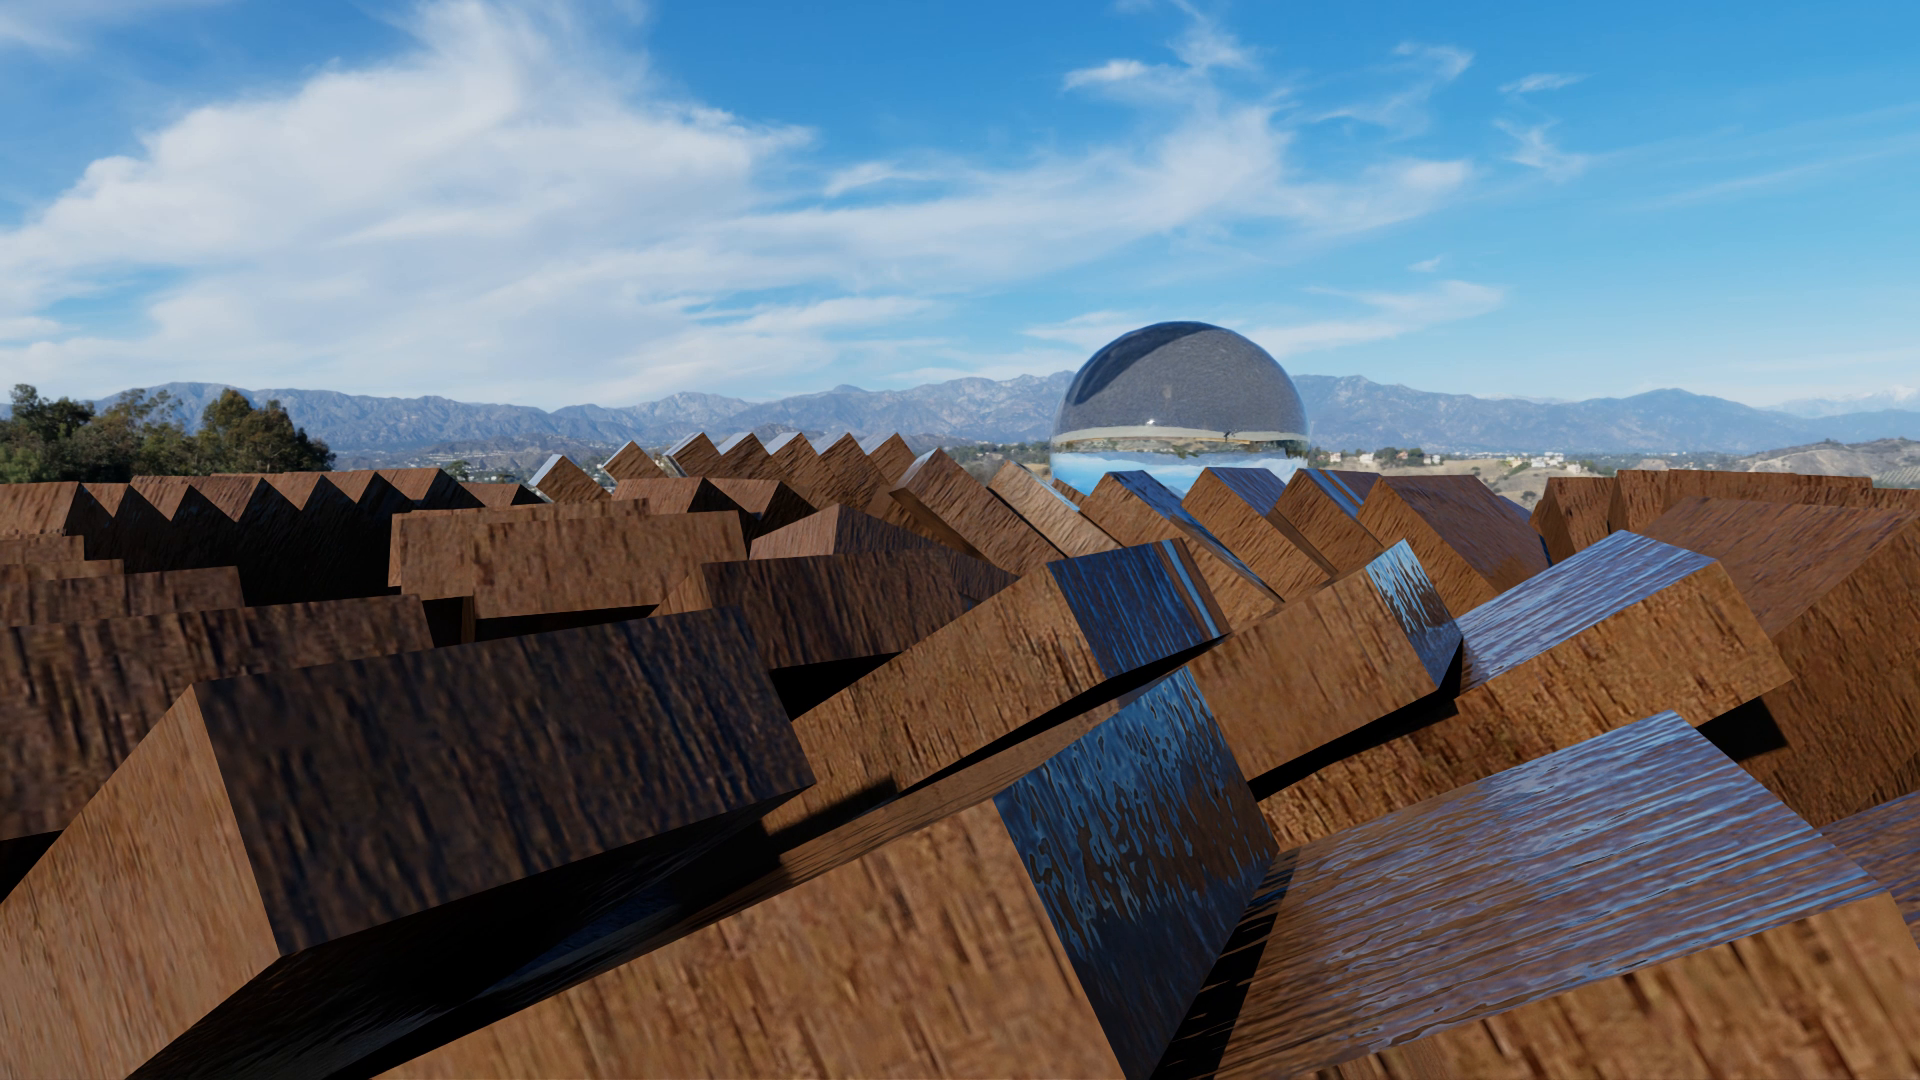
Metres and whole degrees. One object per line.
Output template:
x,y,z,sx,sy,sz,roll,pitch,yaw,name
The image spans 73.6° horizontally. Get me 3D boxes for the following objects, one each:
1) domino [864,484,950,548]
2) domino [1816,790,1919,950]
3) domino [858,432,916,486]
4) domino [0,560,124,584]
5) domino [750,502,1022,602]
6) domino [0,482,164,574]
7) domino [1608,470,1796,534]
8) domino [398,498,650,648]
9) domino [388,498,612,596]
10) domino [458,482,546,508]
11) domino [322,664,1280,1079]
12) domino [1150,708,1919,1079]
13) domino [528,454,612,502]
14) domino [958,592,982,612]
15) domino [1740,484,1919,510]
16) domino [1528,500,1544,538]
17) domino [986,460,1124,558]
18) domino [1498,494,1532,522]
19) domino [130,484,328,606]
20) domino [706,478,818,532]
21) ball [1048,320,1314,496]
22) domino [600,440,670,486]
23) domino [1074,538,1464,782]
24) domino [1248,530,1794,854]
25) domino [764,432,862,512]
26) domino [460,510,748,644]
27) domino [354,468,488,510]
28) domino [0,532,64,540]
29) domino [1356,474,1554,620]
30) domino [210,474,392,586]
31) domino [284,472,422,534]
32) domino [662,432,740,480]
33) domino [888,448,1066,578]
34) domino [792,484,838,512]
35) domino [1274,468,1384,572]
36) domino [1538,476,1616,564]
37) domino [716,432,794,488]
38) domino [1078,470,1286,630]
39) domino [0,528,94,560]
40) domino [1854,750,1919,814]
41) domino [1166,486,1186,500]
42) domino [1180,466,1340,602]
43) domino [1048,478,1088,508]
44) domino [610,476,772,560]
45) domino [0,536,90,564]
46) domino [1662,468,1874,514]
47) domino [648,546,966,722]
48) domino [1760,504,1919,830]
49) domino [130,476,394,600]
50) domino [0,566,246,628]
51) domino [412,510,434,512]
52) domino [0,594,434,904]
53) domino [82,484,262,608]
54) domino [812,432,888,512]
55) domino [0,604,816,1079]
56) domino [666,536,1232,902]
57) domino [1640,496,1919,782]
0.003,0.004,0.299,0.050,0.009,0.025,29,-3,-13,domino
0.033,0.023,0.051,0.050,0.010,0.025,-26,1,11,domino
-0.009,-0.006,0.342,0.010,0.050,0.025,-40,15,-12,domino
-0.079,0.018,0.100,0.025,0.009,0.050,-3,-26,-33,domino
-0.009,0.009,0.222,0.050,0.010,0.025,23,-28,-36,domino
-0.117,0.011,0.168,0.025,0.009,0.050,-2,-32,-5,domino
0.112,0.009,0.187,0.025,0.009,0.050,2,42,16,domino
-0.050,0.013,0.154,0.025,0.010,0.050,-6,-27,-17,domino
-0.056,0.012,0.173,0.025,0.009,0.050,-5,-27,-9,domino
-0.092,0.004,0.291,0.025,0.009,0.050,3,-26,33,domino
-0.012,0.022,0.058,0.050,0.009,0.025,-29,-7,22,domino
0.009,0.023,0.054,0.050,0.009,0.025,-26,-4,17,domino
-0.082,-0.001,0.315,0.050,0.009,0.025,42,-12,-20,domino
-0.011,0.014,0.199,0.025,0.010,0.050,-7,-17,26,domino
0.103,0.013,0.151,0.025,0.009,0.050,5,42,40,domino
0.143,0.008,0.260,0.025,0.009,0.050,-2,31,-30,domino
0.028,0.004,0.255,0.050,0.009,0.025,39,7,9,domino
0.128,0.006,0.277,0.025,0.010,0.050,-3,31,-36,domino
-0.119,0.009,0.205,0.025,0.010,0.050,1,-31,11,domino
-0.031,0.004,0.272,0.025,0.010,0.050,4,-27,44,domino
0.067,-0.027,0.395,0.080,0.080,0.080,0,4,0,ball
-0.069,-0.004,0.325,0.010,0.050,0.025,-46,14,-10,domino
0.016,0.017,0.109,0.050,0.009,0.025,-32,-9,24,domino
0.037,0.017,0.106,0.050,0.009,0.025,-32,-3,14,domino
-0.033,-0.005,0.337,0.009,0.050,0.025,-40,15,-12,domino
-0.040,0.014,0.139,0.025,0.010,0.050,-4,-28,-24,domino
-0.103,0.003,0.270,0.025,0.010,0.050,0,-32,28,domino
-0.101,0.015,0.132,0.025,0.009,0.050,-3,-26,-22,domino
0.095,0.007,0.225,0.025,0.009,0.050,-2,40,-29,domino
-0.114,0.006,0.239,0.025,0.009,0.050,1,-32,20,domino
-0.110,0.005,0.255,0.025,0.010,0.050,1,-32,26,domino
-0.056,-0.005,0.330,0.010,0.050,0.025,-40,15,-12,domino
0.010,0.003,0.246,0.050,0.009,0.025,41,-7,-8,domino
-0.017,0.004,0.293,0.050,0.009,0.025,30,-4,-15,domino
0.085,0.006,0.241,0.025,0.010,0.050,0,39,-36,domino
0.112,0.009,0.205,0.025,0.010,0.050,1,40,9,domino
-0.045,-0.005,0.335,0.009,0.050,0.025,-40,15,-12,domino
0.049,0.005,0.254,0.050,0.009,0.025,40,19,17,domino
-0.110,0.014,0.151,0.025,0.010,0.050,-1,-26,-13,domino
0.091,0.015,0.132,0.050,0.009,0.025,-37,19,-20,domino
0.067,0.003,0.309,0.050,0.010,0.025,32,15,18,domino
0.069,0.005,0.251,0.025,0.010,0.050,-2,41,-48,domino
0.041,0.002,0.307,0.050,0.010,0.025,31,2,-1,domino
-0.045,0.005,0.258,0.025,0.009,0.050,1,-30,39,domino
-0.089,0.016,0.114,0.025,0.010,0.050,-5,-25,-29,domino
0.109,0.010,0.171,0.025,0.009,0.050,4,43,23,domino
-0.024,0.017,0.126,0.025,0.009,0.050,-4,-24,-41,domino
0.074,0.015,0.121,0.050,0.009,0.025,-37,14,-12,domino
-0.117,0.007,0.222,0.025,0.009,0.050,1,-32,15,domino
-0.065,0.019,0.085,0.025,0.009,0.050,-6,-25,-40,domino
-0.061,0.011,0.196,0.025,0.009,0.050,-1,-26,4,domino
-0.051,0.020,0.074,0.025,0.009,0.050,-4,-26,-45,domino
-0.119,0.010,0.187,0.025,0.010,0.050,-1,-32,4,domino
-0.021,-0.006,0.340,0.010,0.050,0.025,-40,15,-12,domino
-0.033,0.020,0.064,0.050,0.009,0.025,-36,-17,32,domino
-0.003,0.017,0.116,0.050,0.009,0.025,-34,-14,30,domino
0.059,0.015,0.115,0.050,0.010,0.025,-36,12,-7,domino
